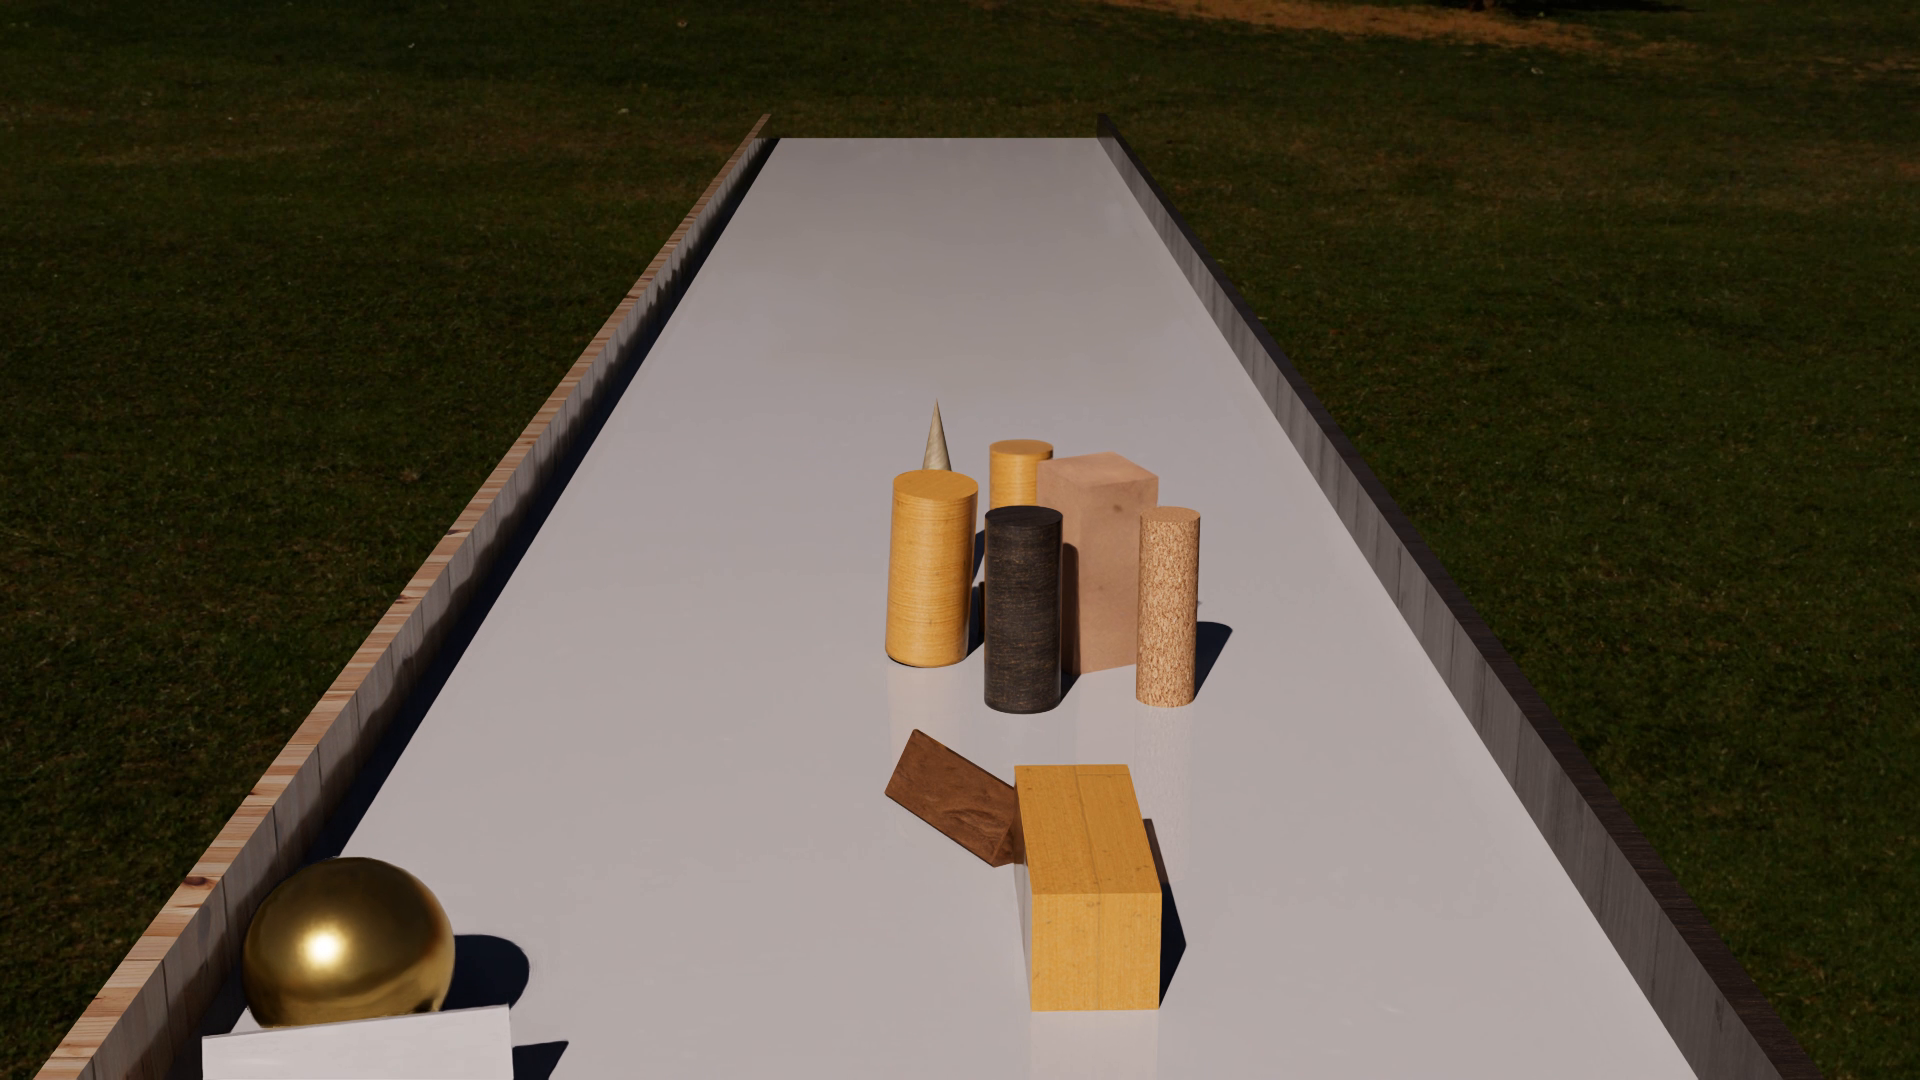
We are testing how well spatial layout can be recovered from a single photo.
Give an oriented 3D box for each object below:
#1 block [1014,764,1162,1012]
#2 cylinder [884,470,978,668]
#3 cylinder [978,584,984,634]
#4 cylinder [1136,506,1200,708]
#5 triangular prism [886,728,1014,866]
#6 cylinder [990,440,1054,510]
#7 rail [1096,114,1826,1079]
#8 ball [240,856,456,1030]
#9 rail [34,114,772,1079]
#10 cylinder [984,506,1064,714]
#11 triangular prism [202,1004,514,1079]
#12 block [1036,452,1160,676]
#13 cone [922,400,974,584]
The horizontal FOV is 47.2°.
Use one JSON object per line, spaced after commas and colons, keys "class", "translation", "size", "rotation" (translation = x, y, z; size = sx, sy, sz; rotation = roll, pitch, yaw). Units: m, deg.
{"class": "block", "translation": [0.180, 0.500, 3.234], "size": [0.177, 0.177, 0.458], "rotation": [0, 17, -2]}
{"class": "cylinder", "translation": [-0.058, 0.056, 4.381], "size": [0.169, 0.358, 0.169], "rotation": [3, 22, -1]}
{"class": "cylinder", "translation": [0.229, 0.137, 4.581], "size": [0.378, 0.106, 0.106], "rotation": [-2, 17, -3]}
{"class": "cylinder", "translation": [0.393, 0.126, 4.163], "size": [0.113, 0.364, 0.113], "rotation": [0, 17, 0]}
{"class": "triangular prism", "translation": [0.014, 0.415, 3.634], "size": [0.124, 0.107, 0.341], "rotation": [-10, 20, -30]}
{"class": "cylinder", "translation": [0.129, -0.020, 4.655], "size": [0.134, 0.364, 0.134], "rotation": [0, 17, 0]}
{"class": "rail", "translation": [0.932, -0.844, 7.801], "size": [0.050, 0.150, 12.000], "rotation": [0, 17, -1]}
{"class": "ball", "translation": [-0.802, 0.553, 2.887], "size": [0.273, 0.273, 0.273], "rotation": [0, 17, 0]}
{"class": "rail", "translation": [-1.118, -0.838, 7.780], "size": [0.050, 0.150, 12.000], "rotation": [0, 17, -1]}
{"class": "cylinder", "translation": [0.119, 0.131, 4.143], "size": [0.146, 0.367, 0.146], "rotation": [0, 17, 0]}
{"class": "triangular prism", "translation": [-0.751, 0.662, 2.759], "size": [0.370, 0.131, 0.151], "rotation": [-4, 17, -12]}
{"class": "block", "translation": [0.264, 0.045, 4.367], "size": [0.173, 0.392, 0.173], "rotation": [-9, 23, -27]}
{"class": "cone", "translation": [-0.051, -0.112, 4.870], "size": [0.169, 0.418, 0.169], "rotation": [0, 17, 0]}
